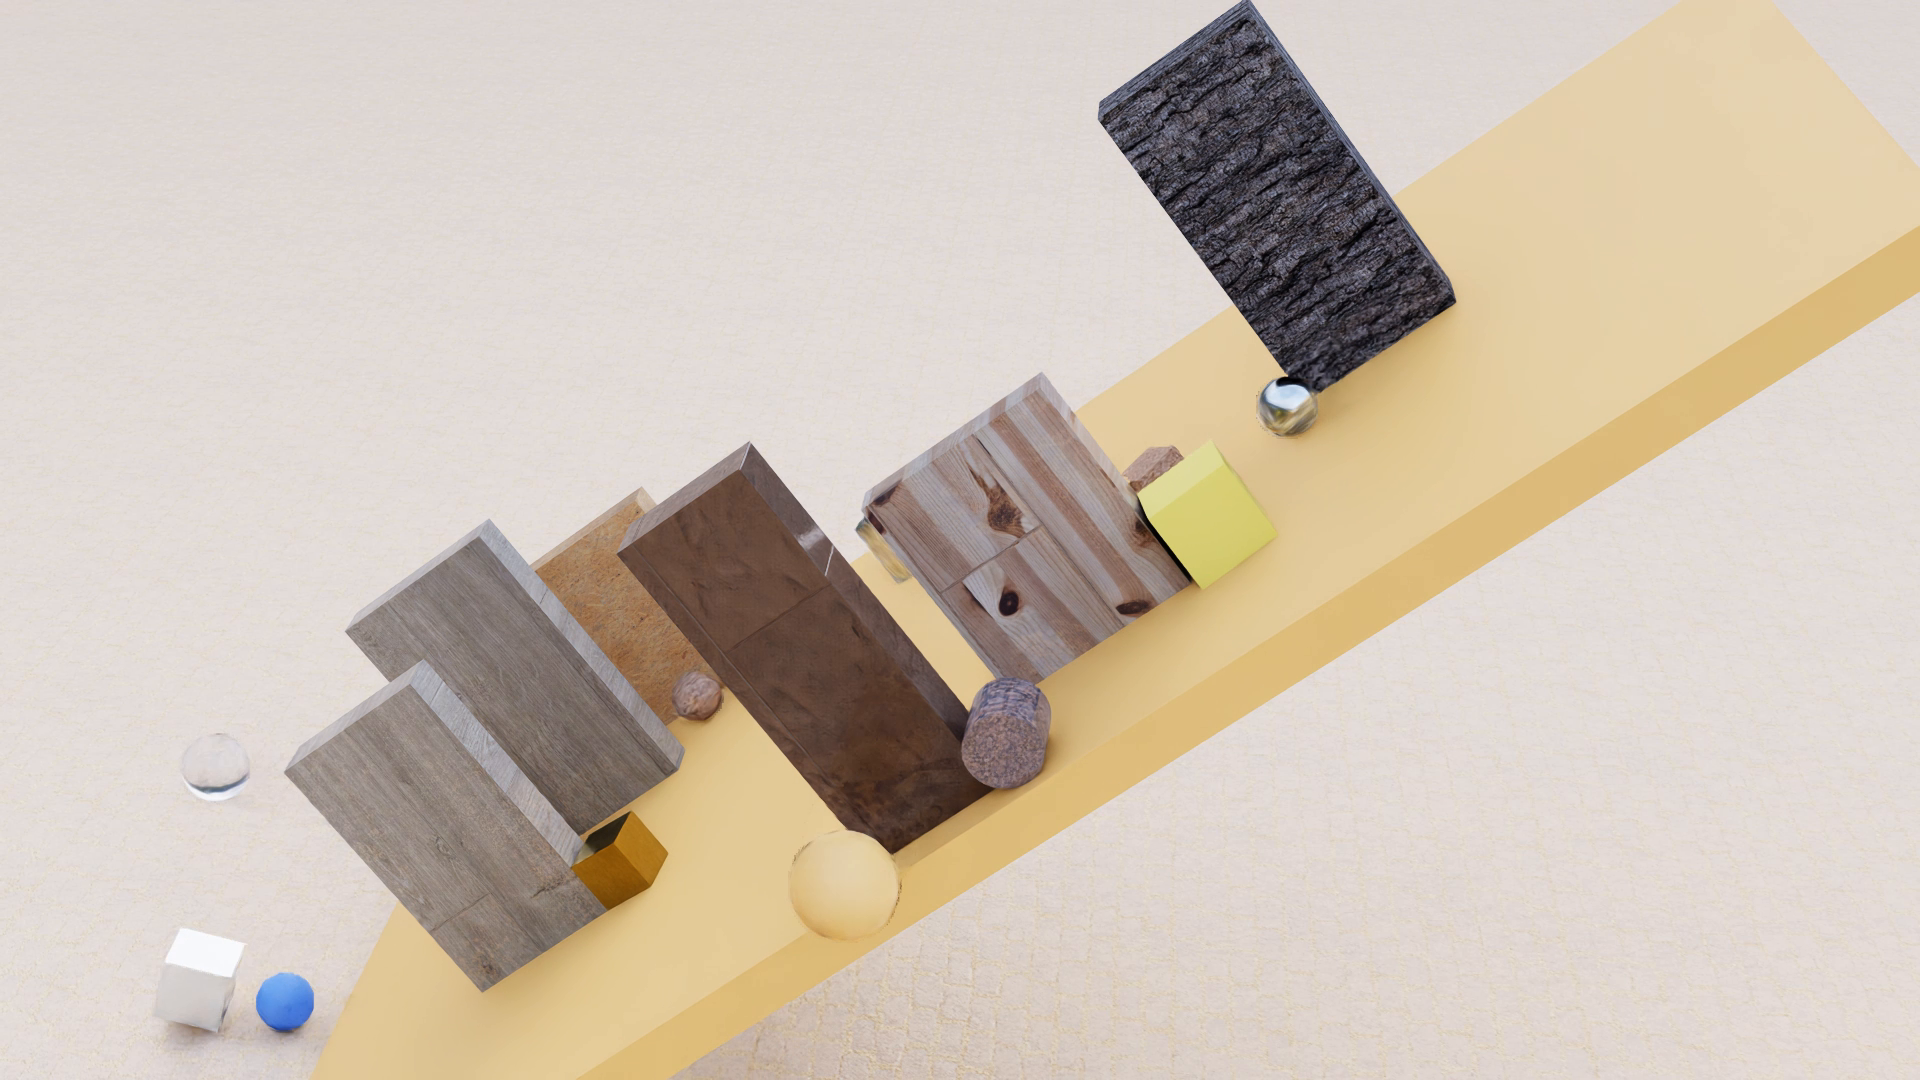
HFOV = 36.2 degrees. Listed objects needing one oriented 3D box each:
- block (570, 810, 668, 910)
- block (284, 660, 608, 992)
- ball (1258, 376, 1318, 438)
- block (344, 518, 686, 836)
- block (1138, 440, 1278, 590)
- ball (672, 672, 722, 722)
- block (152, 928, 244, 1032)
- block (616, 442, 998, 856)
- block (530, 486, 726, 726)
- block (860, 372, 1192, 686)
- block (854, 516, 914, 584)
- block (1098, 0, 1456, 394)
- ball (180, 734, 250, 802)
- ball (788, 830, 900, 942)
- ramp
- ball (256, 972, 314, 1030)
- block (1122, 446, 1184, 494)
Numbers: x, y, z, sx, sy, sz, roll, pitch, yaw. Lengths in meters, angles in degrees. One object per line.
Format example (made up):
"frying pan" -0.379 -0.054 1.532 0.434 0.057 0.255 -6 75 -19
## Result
"block" -0.737 0.695 6.377 0.129 0.129 0.129 -31 17 26
"block" -1.100 0.626 6.389 0.363 0.662 0.127 -34 16 16
"ball" 0.665 -0.270 5.964 0.124 0.124 0.124 0 22 0
"block" -1.038 0.355 6.894 0.414 0.727 0.108 -34 16 16
"block" 0.475 -0.050 5.664 0.179 0.179 0.179 -36 16 7
"ball" -0.633 0.376 7.062 0.120 0.120 0.120 0 22 0
"block" -1.840 1.063 7.112 0.158 0.158 0.158 15 22 -6
"block" -0.272 0.215 5.469 0.286 0.778 0.144 -34 16 16
"block" -0.765 0.175 7.199 0.359 0.508 0.097 -34 16 16
"block" 0.131 -0.004 5.720 0.430 0.493 0.095 -34 16 16
"block" -0.105 -0.036 6.947 0.171 0.171 0.171 -26 20 39
"block" 0.652 -0.695 6.039 0.371 0.741 0.147 -34 16 16
"ball" -2.079 0.636 8.219 0.190 0.190 0.190 0 22 0
"ball" -0.208 0.621 5.289 0.199 0.199 0.199 0 22 0
"ramp" 0.130 0.178 6.319 4.000 0.100 2.000 -34 16 16
"ball" -1.632 1.117 7.116 0.140 0.140 0.140 0 22 0
"block" 0.413 -0.114 6.109 0.114 0.114 0.114 -44 16 -19
